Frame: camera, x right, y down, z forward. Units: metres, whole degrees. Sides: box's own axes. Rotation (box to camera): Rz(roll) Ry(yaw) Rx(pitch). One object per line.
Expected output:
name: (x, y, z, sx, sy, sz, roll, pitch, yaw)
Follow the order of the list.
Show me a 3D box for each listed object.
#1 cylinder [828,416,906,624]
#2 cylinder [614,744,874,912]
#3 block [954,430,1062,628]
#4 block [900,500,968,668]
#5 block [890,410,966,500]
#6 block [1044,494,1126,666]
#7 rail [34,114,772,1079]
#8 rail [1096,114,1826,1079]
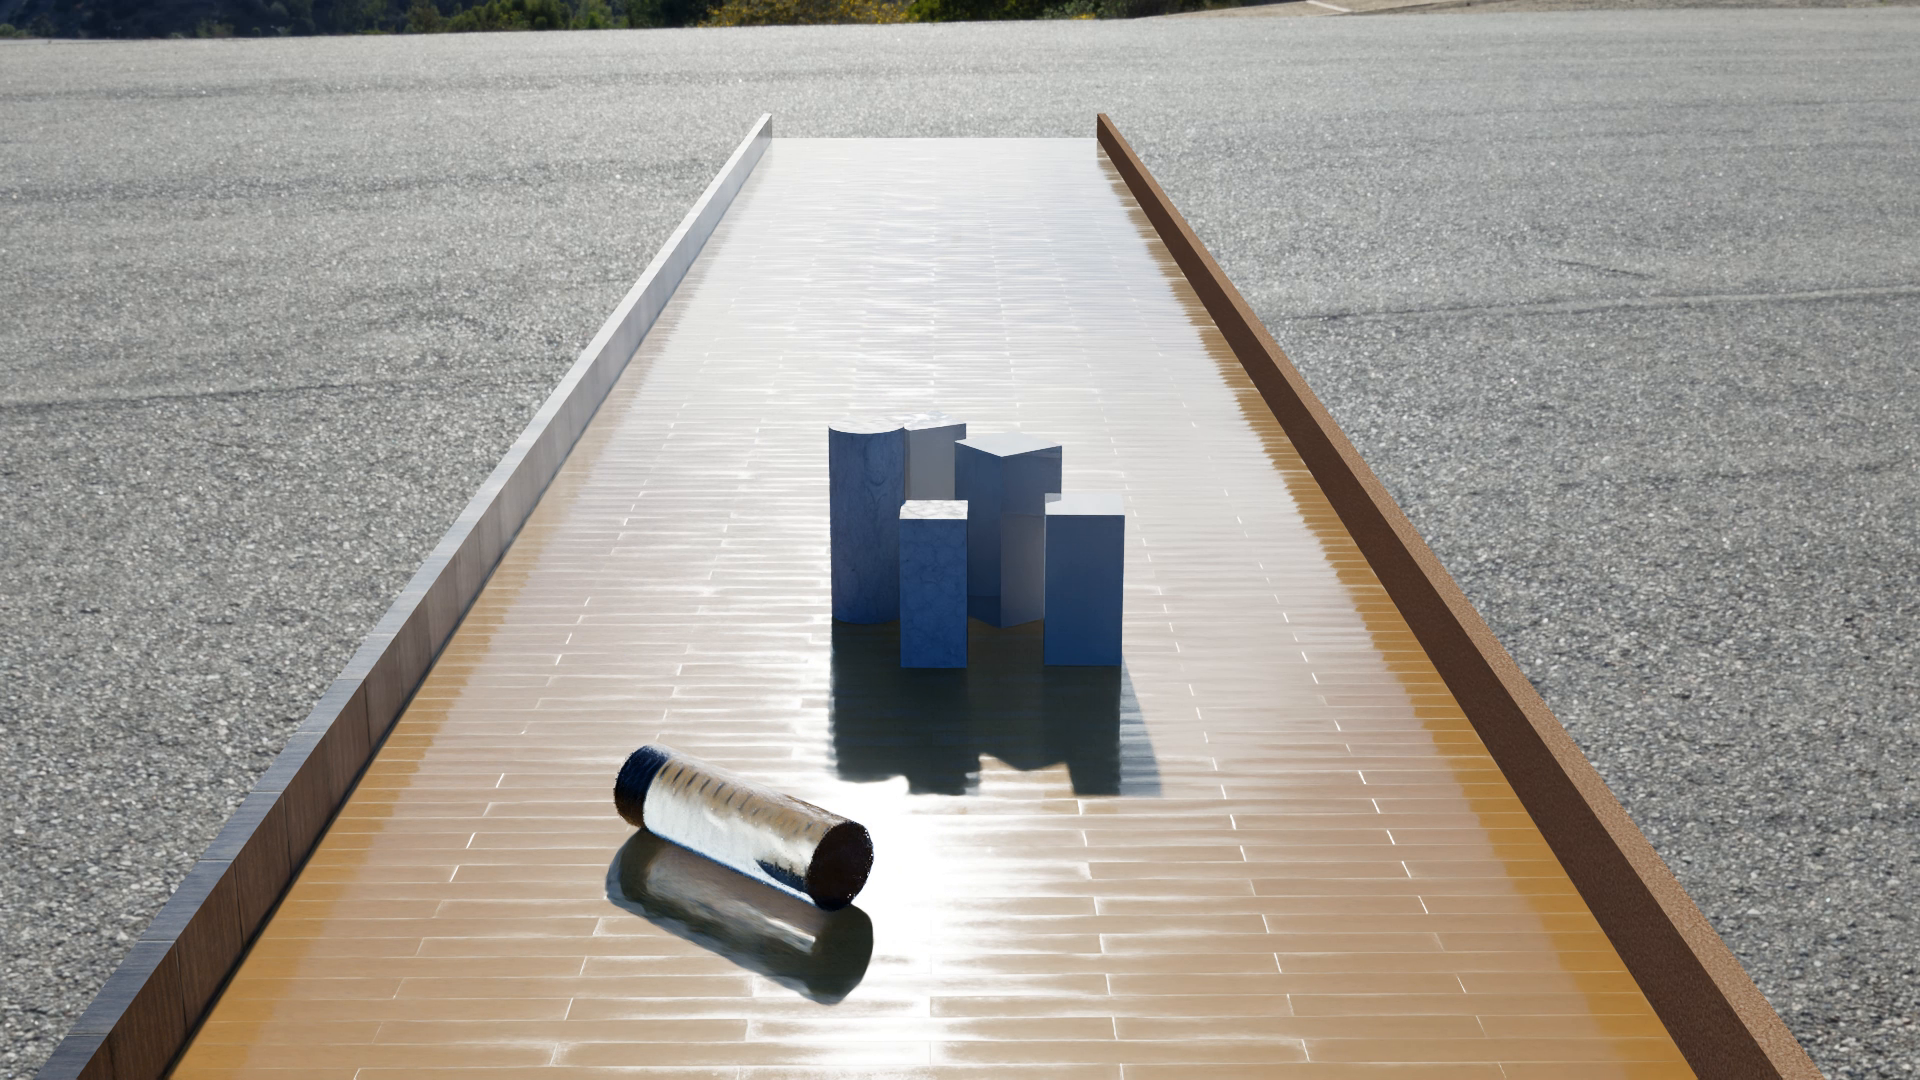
cylinder: (-0.195, -0.044, 4.649, 0.160, 0.413, 0.160, 0, 17, 0)
cylinder: (-0.346, 0.448, 3.473, 0.459, 0.141, 0.141, 15, 22, 41)
block: (0.101, -0.024, 4.655, 0.161, 0.372, 0.161, -12, 20, -35)
block: (-0.051, 0.087, 4.394, 0.132, 0.308, 0.132, 0, 17, 1)
block: (-0.081, -0.088, 4.884, 0.140, 0.365, 0.140, -9, 19, -28)
block: (0.247, 0.078, 4.416, 0.155, 0.312, 0.155, 0, 17, 1)
rail: (-1.118, -0.838, 7.780, 0.050, 0.150, 12.000, 0, 17, -1)
rail: (0.932, -0.844, 7.801, 0.050, 0.150, 12.000, 0, 17, -1)
